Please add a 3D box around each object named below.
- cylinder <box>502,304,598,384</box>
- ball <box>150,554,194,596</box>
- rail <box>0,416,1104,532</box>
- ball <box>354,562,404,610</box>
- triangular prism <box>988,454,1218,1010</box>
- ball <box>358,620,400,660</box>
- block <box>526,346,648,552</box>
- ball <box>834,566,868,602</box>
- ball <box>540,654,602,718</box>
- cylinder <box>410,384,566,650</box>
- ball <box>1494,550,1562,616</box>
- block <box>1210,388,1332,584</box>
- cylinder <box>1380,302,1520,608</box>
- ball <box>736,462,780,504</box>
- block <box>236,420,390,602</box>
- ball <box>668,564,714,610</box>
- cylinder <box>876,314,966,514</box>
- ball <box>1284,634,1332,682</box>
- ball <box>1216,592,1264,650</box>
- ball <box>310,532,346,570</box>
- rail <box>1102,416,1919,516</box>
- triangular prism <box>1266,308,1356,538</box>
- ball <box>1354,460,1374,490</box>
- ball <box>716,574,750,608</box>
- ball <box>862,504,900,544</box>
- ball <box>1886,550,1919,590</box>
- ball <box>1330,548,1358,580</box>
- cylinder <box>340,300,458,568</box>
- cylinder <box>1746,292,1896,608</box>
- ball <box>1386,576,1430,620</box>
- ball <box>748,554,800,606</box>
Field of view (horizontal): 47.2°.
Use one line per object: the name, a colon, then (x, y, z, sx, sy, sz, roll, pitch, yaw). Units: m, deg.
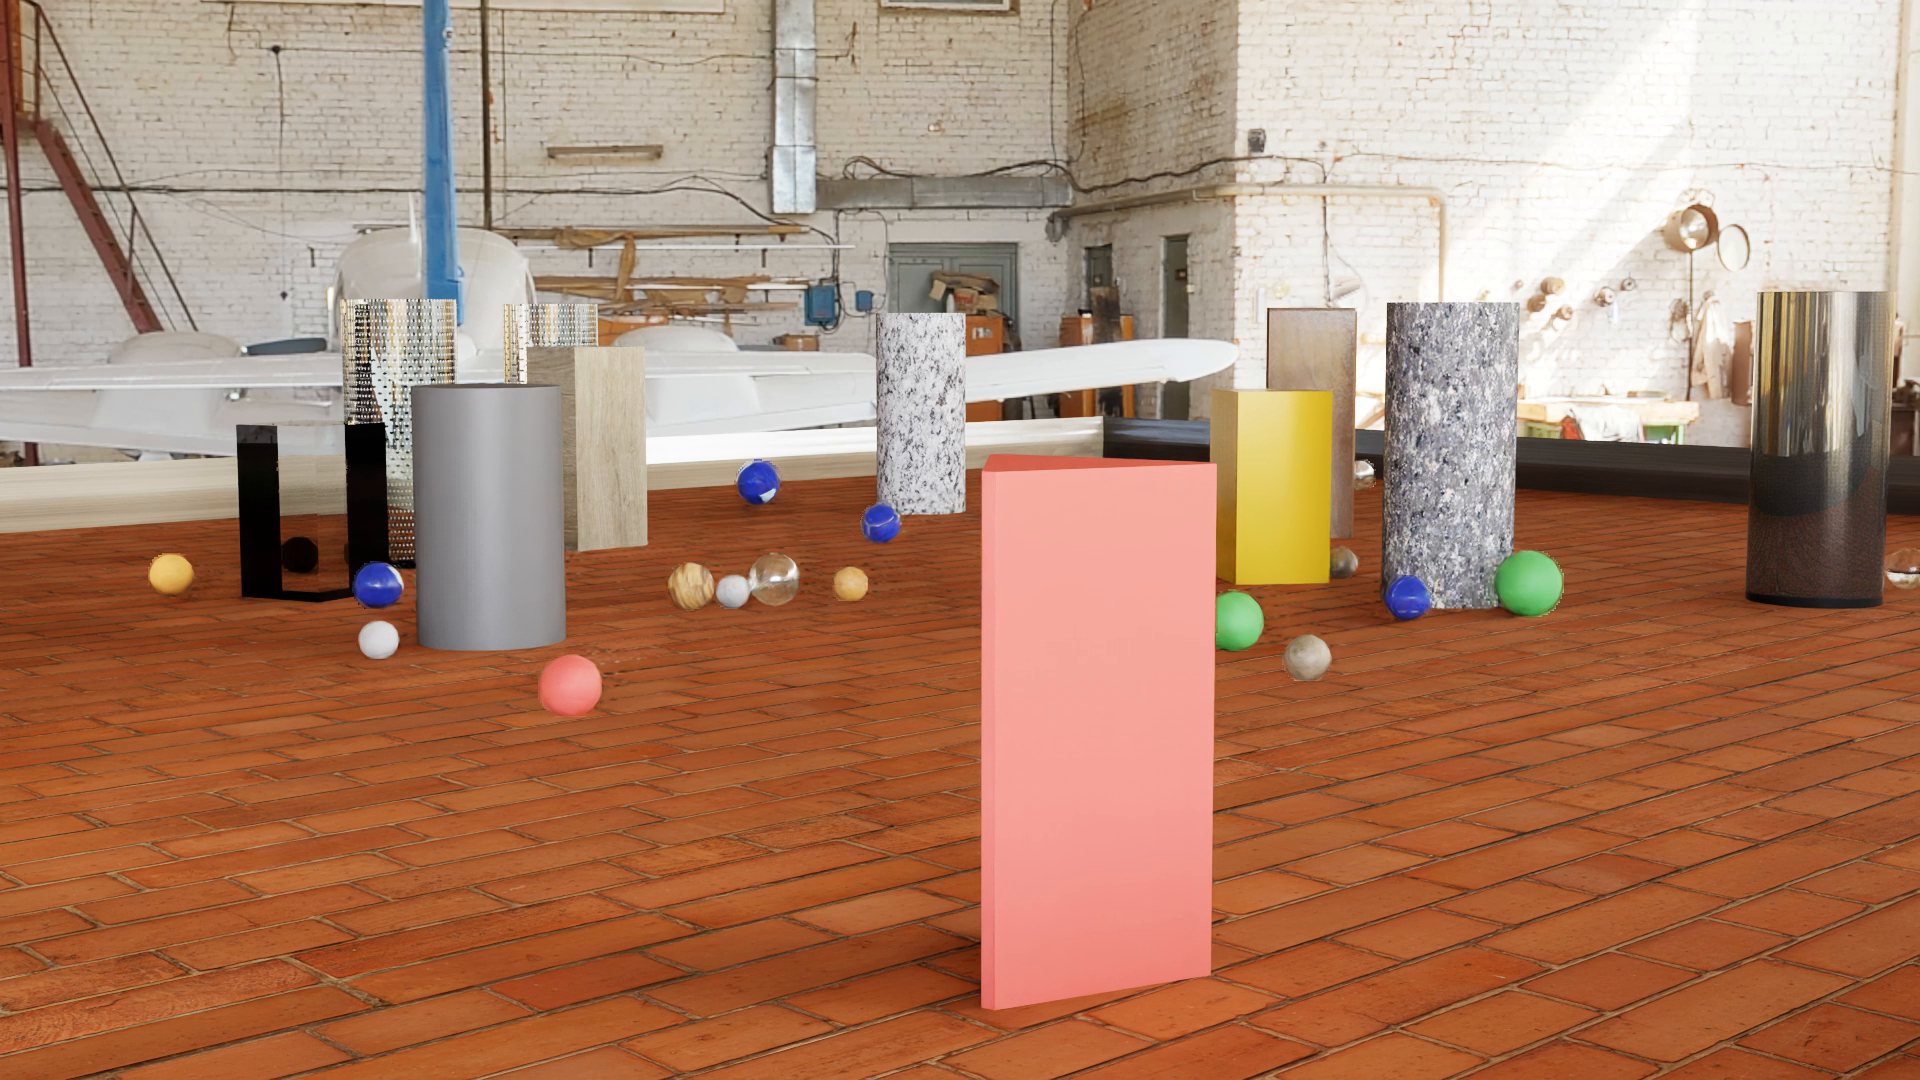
cylinder: (-0.865, -0.270, 4.666, 0.198, 0.458, 0.198, 0, 6, 0)
ball: (-1.235, 0.055, 3.445, 0.065, 0.065, 0.065, 0, 6, 0)
rail: (-1.409, -0.125, 4.850, 5.039, 0.129, 0.045, -5, 8, -42)
ball: (-0.869, 0.068, 3.289, 0.070, 0.070, 0.070, 0, 6, 0)
triangular prism: (0.059, 0.118, 1.493, 0.172, 0.344, 0.149, -3, 7, -27)
ball: (-0.744, 0.128, 2.815, 0.051, 0.051, 0.051, 0, 6, 0)
block: (-0.708, -0.178, 4.173, 0.159, 0.377, 0.159, -6, 8, -44)
ball: (-0.167, 0.068, 3.372, 0.054, 0.054, 0.054, 0, 6, 0)
ball: (-0.428, 0.160, 2.417, 0.069, 0.069, 0.069, 0, 6, 0)
cylinder: (-0.635, -0.036, 2.969, 0.198, 0.344, 0.198, 0, 6, 0)
ball: (0.830, 0.063, 3.214, 0.096, 0.096, 0.096, 0, 6, 0)
block: (0.514, -0.092, 3.658, 0.159, 0.314, 0.159, -1, 6, -10)
cylinder: (0.750, -0.134, 3.370, 0.198, 0.457, 0.198, 0, 6, 0)
ball: (-0.465, -0.131, 5.068, 0.099, 0.099, 0.099, 0, 6, 0)
block: (-1.016, -0.049, 3.459, 0.159, 0.269, 0.159, 3, 7, 26)
ball: (-0.401, 0.069, 3.281, 0.070, 0.070, 0.070, 0, 6, 0)
cylinder: (-0.087, -0.284, 4.887, 0.198, 0.439, 0.198, 0, 6, 0)
ball: (0.419, 0.142, 2.652, 0.056, 0.056, 0.056, 0, 6, 0)
ball: (0.360, 0.106, 2.891, 0.078, 0.078, 0.078, 0, 6, 0)
ball: (-1.092, 0.019, 3.799, 0.063, 0.063, 0.063, 0, 6, 0)
rail: (1.834, -0.142, 5.015, 0.045, 0.129, 4.203, -5, 8, -42)
triangular prism: (0.696, -0.237, 4.381, 0.172, 0.451, 0.149, 1, 6, 8)
ball: (0.992, -0.161, 5.468, 0.075, 0.075, 0.075, 0, 6, 0)
ball: (-0.340, 0.077, 3.298, 0.051, 0.051, 0.051, 0, 6, 0)
ball: (-0.151, -0.032, 4.228, 0.075, 0.075, 0.075, 0, 6, 0)
ball: (1.520, 0.047, 3.528, 0.064, 0.064, 0.064, 0, 6, 0)
ball: (0.634, 0.038, 3.660, 0.053, 0.053, 0.053, 0, 6, 0)
cylinder: (-0.985, -0.191, 3.883, 0.198, 0.464, 0.198, 0, 6, 0)
cylinder: (1.317, -0.142, 3.370, 0.198, 0.473, 0.198, 0, 6, 0)
ball: (0.645, 0.084, 3.167, 0.065, 0.065, 0.065, 0, 6, 0)
ball: (-0.280, 0.060, 3.316, 0.080, 0.080, 0.080, 0, 6, 0)
